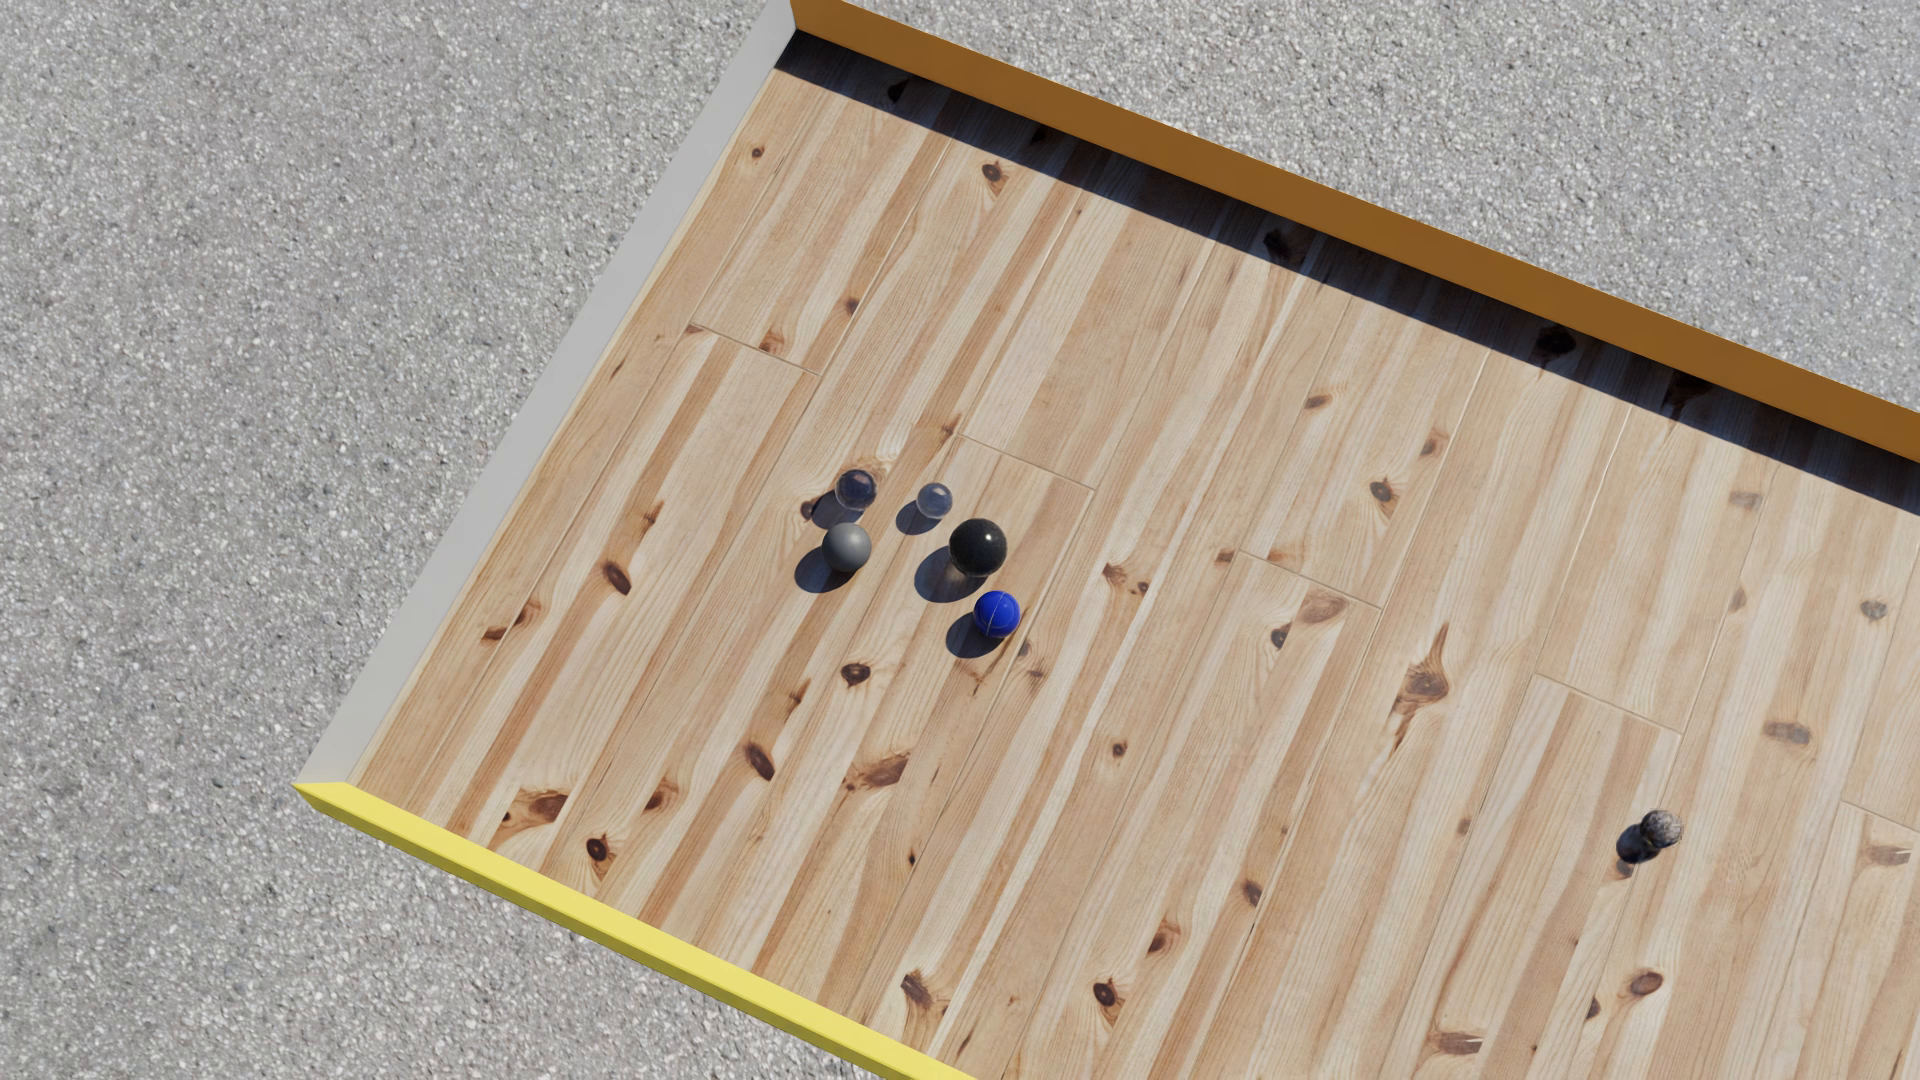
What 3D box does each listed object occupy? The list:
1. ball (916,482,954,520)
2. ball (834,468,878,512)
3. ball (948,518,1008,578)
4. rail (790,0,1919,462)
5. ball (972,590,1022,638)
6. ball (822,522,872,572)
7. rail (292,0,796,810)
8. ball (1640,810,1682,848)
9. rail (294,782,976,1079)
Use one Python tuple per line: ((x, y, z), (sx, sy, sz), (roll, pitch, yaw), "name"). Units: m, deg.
((-0.041, -0.064, 3.559), (0.061, 0.061, 0.061), (0, 67, 0), "ball")
((-0.168, -0.081, 3.561), (0.071, 0.071, 0.071), (0, 67, 0), "ball")
((0.029, 0.012, 3.507), (0.096, 0.096, 0.096), (0, 67, 0), "ball")
((0.984, -0.389, 3.664), (2.877, 0.125, 0.045), (23, 68, 10), "rail")
((0.058, 0.117, 3.472), (0.077, 0.077, 0.077), (0, 67, 0), "ball")
((-0.181, 0.012, 3.516), (0.080, 0.080, 0.080), (0, 67, 0), "ball")
((-0.631, -0.278, 3.616), (0.045, 0.125, 1.625), (23, 68, 10), "rail")
((1.065, 0.439, 3.341), (0.059, 0.059, 0.059), (0, 67, 0), "ball")
((0.321, 0.923, 3.094), (2.877, 0.125, 0.045), (23, 68, 10), "rail")
